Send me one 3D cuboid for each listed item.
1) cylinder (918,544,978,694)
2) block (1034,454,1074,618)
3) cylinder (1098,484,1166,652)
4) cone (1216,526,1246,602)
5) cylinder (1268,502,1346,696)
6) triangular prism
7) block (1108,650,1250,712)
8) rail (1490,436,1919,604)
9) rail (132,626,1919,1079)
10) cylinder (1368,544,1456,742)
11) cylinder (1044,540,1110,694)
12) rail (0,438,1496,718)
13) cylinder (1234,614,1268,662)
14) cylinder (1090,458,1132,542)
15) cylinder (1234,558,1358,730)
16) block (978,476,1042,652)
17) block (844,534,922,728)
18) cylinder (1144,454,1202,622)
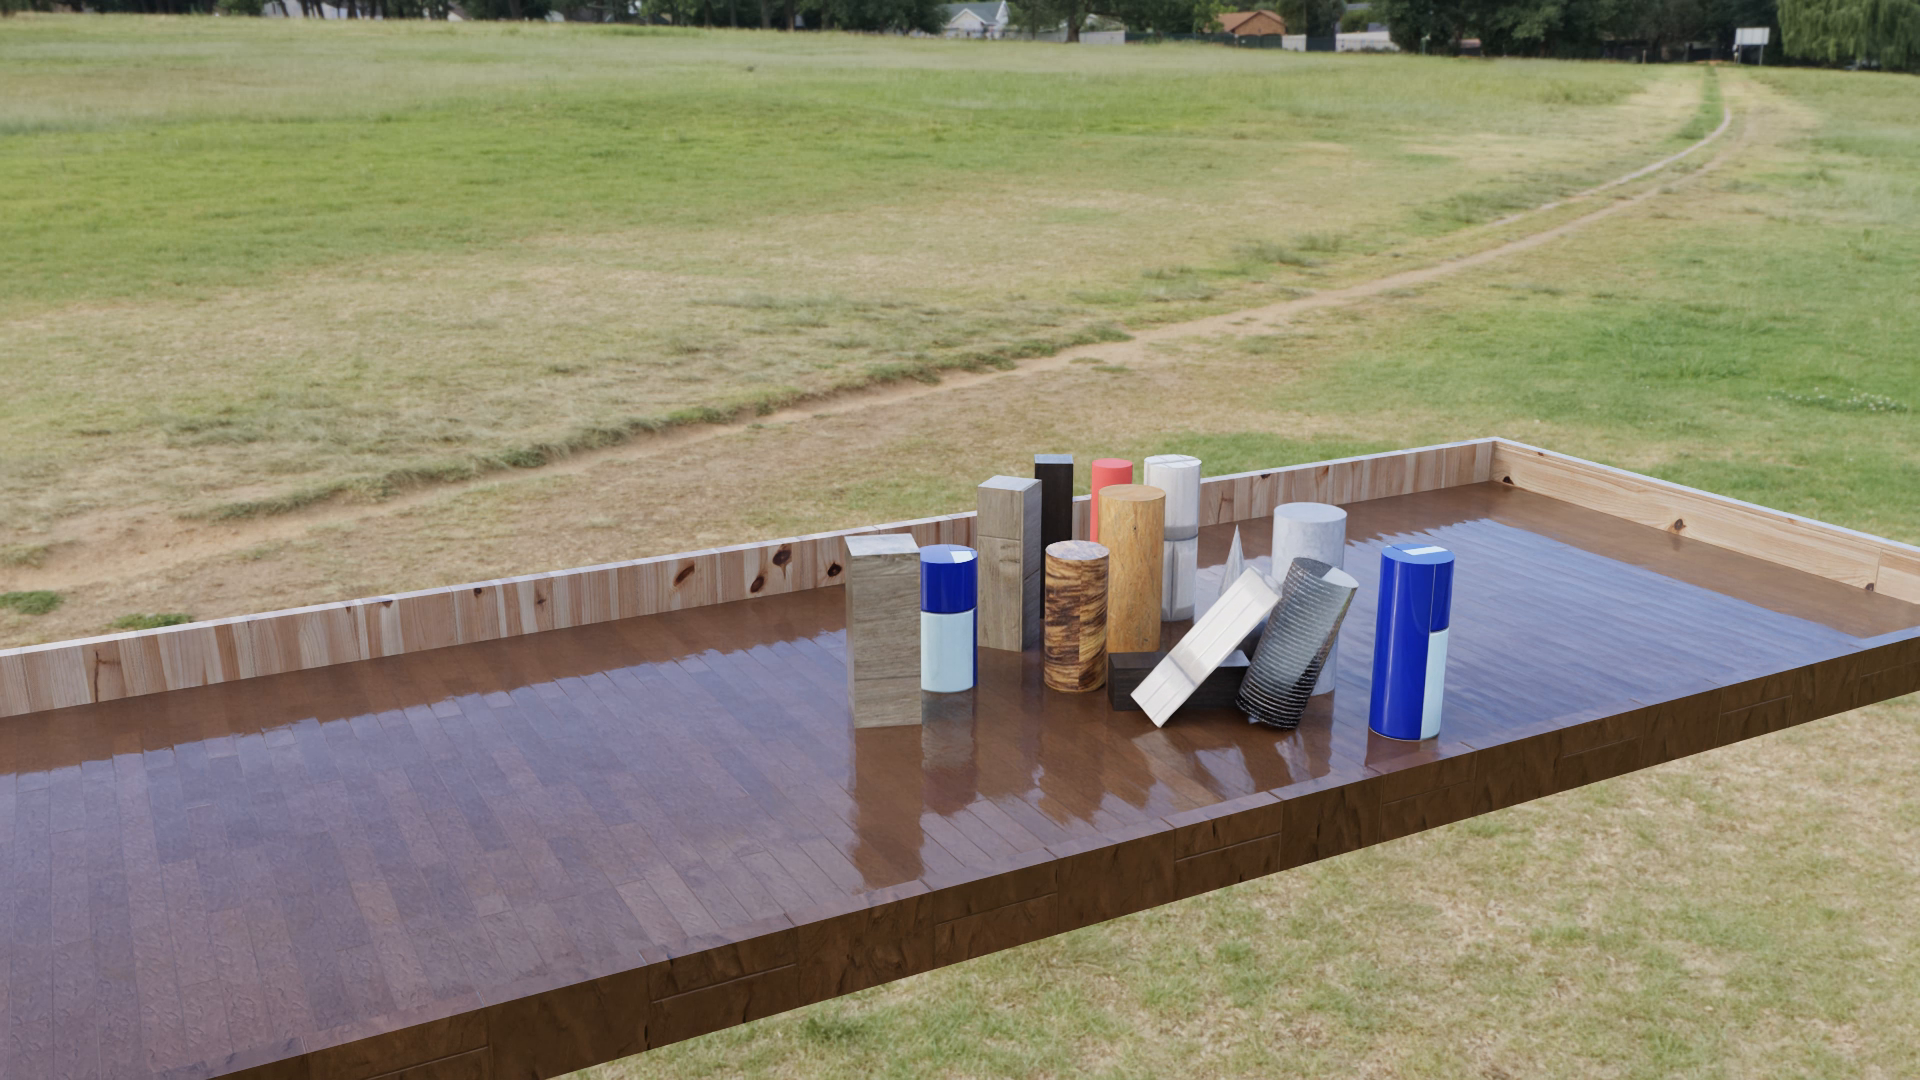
[{"bbox_3d":[-0.037,0.195,4.099,0.163,0.335,0.163,0,16,0],"label":"cylinder"},{"bbox_3d":[0.258,-0.009,4.594,0.104,0.446,0.104,0,16,1],"label":"block"},{"bbox_3d":[0.447,0.078,4.344,0.174,0.420,0.174,0,16,0],"label":"cylinder"},{"bbox_3d":[0.725,0.118,4.355,0.145,0.337,0.145,0,16,0],"label":"cone"},{"bbox_3d":[0.851,0.145,4.069,0.174,0.445,0.174,0,17,0],"label":"cylinder"},{"bbox_3d":[0.589,0.251,3.849,0.106,0.427,0.092,50,22,26],"label":"triangular prism"},{"bbox_3d":[0.530,0.341,4.002,0.329,0.110,0.110,-1,16,-3],"label":"block"},{"bbox_3d":[2.466,-0.048,5.253,0.050,0.150,2.100,-9,18,-27],"label":"rail"},{"bbox_3d":[-2.336,1.006,1.665,12.000,0.150,0.050,-9,18,-27],"label":"rail"},{"bbox_3d":[1.039,0.235,3.801,0.162,0.425,0.162,0,16,0],"label":"cylinder"},{"bbox_3d":[0.287,0.190,4.088,0.156,0.347,0.156,0,18,0],"label":"cylinder"},{"bbox_3d":[-3.305,0.497,3.399,12.000,0.150,0.050,-9,18,-27],"label":"rail"},{"bbox_3d":[0.771,0.262,4.241,0.334,0.127,0.127,-14,21,-39],"label":"cylinder"},{"bbox_3d":[0.441,-0.042,4.829,0.118,0.377,0.118,0,16,0],"label":"cylinder"},{"bbox_3d":[0.780,0.240,3.832,0.158,0.368,0.158,18,17,-6],"label":"cylinder"},{"bbox_3d":[0.130,0.062,4.368,0.129,0.439,0.129,7,18,23],"label":"block"},{"bbox_3d":[-0.181,0.212,3.883,0.157,0.422,0.157,-3,17,-10],"label":"block"},{"bbox_3d":[0.585,-0.006,4.596,0.156,0.440,0.156,0,16,0],"label":"cylinder"}]
